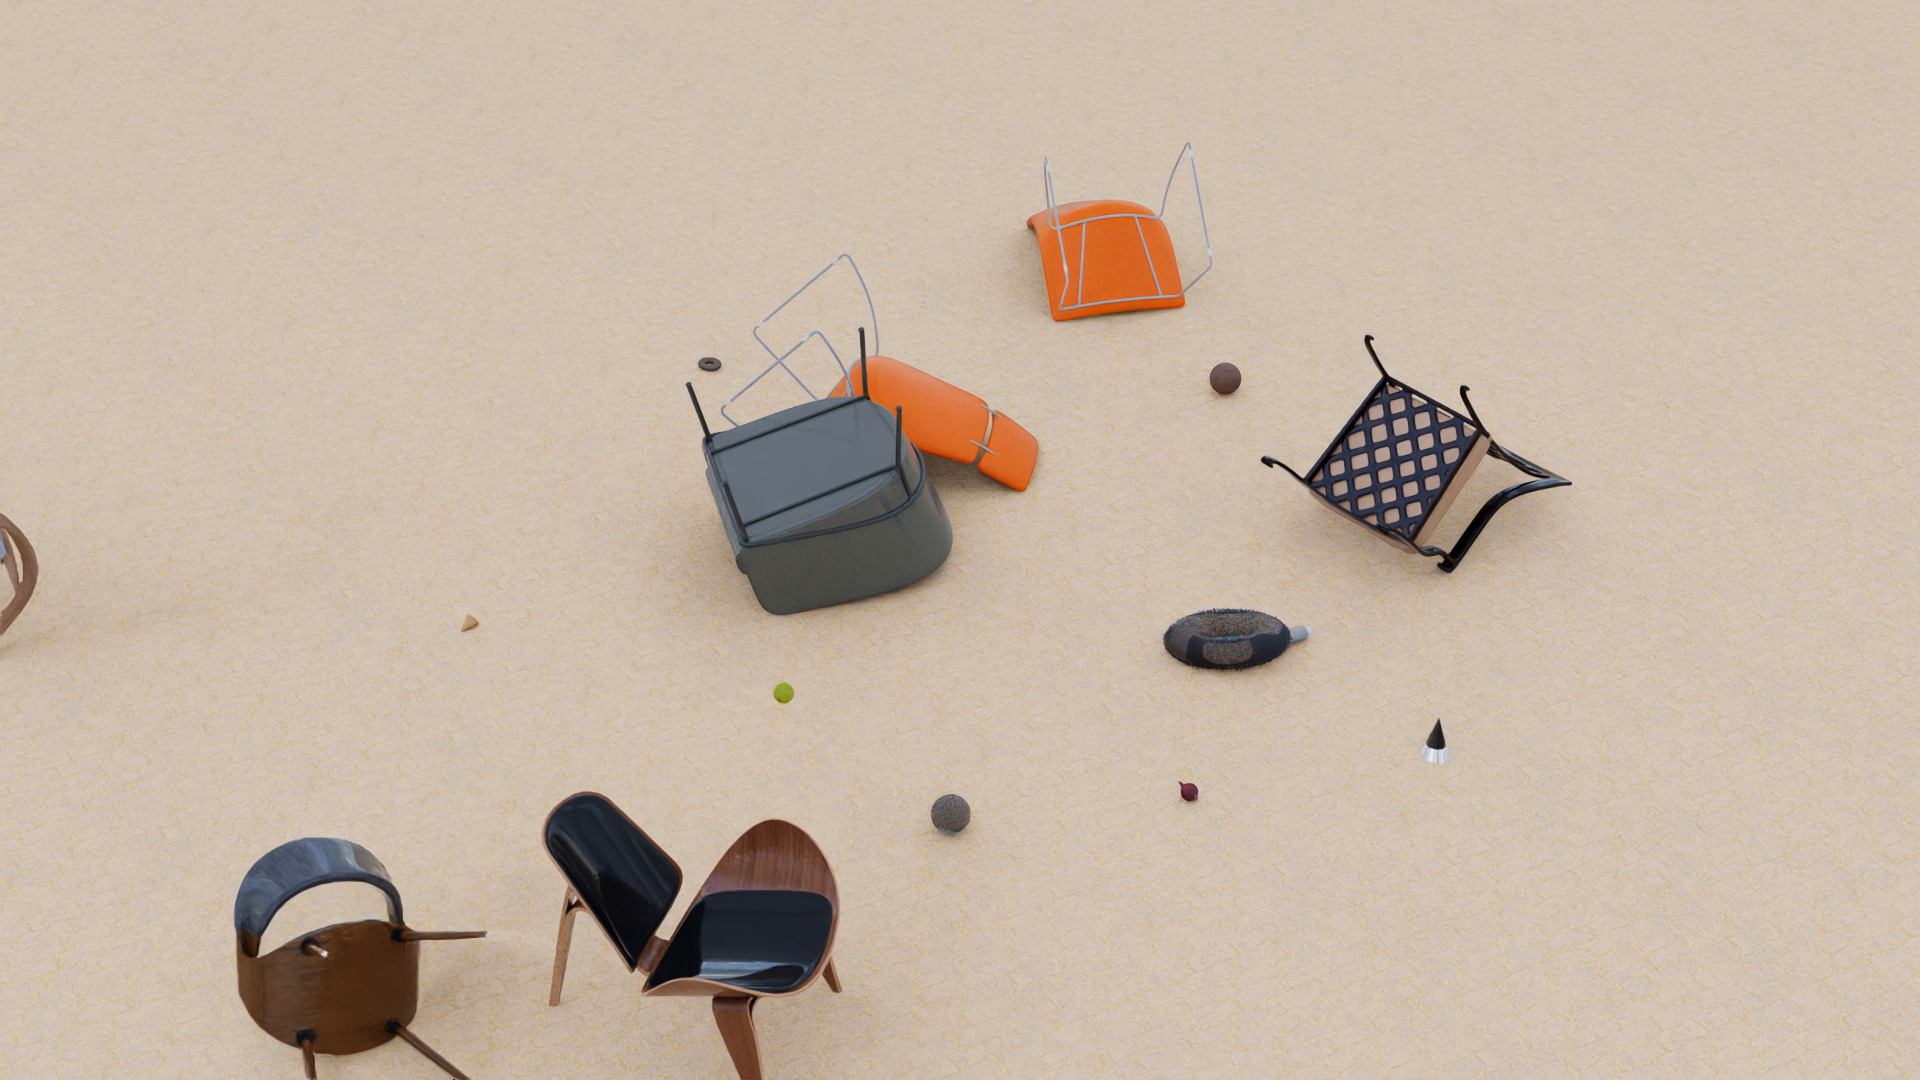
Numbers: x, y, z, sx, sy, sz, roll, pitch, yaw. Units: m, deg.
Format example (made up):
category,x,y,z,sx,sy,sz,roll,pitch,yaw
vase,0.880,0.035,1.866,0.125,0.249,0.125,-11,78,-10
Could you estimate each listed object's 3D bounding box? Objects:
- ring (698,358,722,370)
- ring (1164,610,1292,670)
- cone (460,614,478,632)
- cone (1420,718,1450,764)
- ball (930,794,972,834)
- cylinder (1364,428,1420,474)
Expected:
category,x,y,z,sx,sy,sz,roll,pitch,yaw
ring,-1.026,-0.721,12.017,0.102,0.025,0.091,22,39,31
ring,0.939,0.348,10.299,0.448,0.116,0.279,-1,33,7
cone,-1.761,0.307,10.459,0.058,0.045,0.068,28,60,20
cone,1.596,0.656,9.807,0.090,0.156,0.105,-20,39,-28
ball,-0.030,0.887,9.480,0.131,0.131,0.131,0,33,0
cylinder,1.665,-0.343,11.314,0.184,0.164,0.229,0,22,0
